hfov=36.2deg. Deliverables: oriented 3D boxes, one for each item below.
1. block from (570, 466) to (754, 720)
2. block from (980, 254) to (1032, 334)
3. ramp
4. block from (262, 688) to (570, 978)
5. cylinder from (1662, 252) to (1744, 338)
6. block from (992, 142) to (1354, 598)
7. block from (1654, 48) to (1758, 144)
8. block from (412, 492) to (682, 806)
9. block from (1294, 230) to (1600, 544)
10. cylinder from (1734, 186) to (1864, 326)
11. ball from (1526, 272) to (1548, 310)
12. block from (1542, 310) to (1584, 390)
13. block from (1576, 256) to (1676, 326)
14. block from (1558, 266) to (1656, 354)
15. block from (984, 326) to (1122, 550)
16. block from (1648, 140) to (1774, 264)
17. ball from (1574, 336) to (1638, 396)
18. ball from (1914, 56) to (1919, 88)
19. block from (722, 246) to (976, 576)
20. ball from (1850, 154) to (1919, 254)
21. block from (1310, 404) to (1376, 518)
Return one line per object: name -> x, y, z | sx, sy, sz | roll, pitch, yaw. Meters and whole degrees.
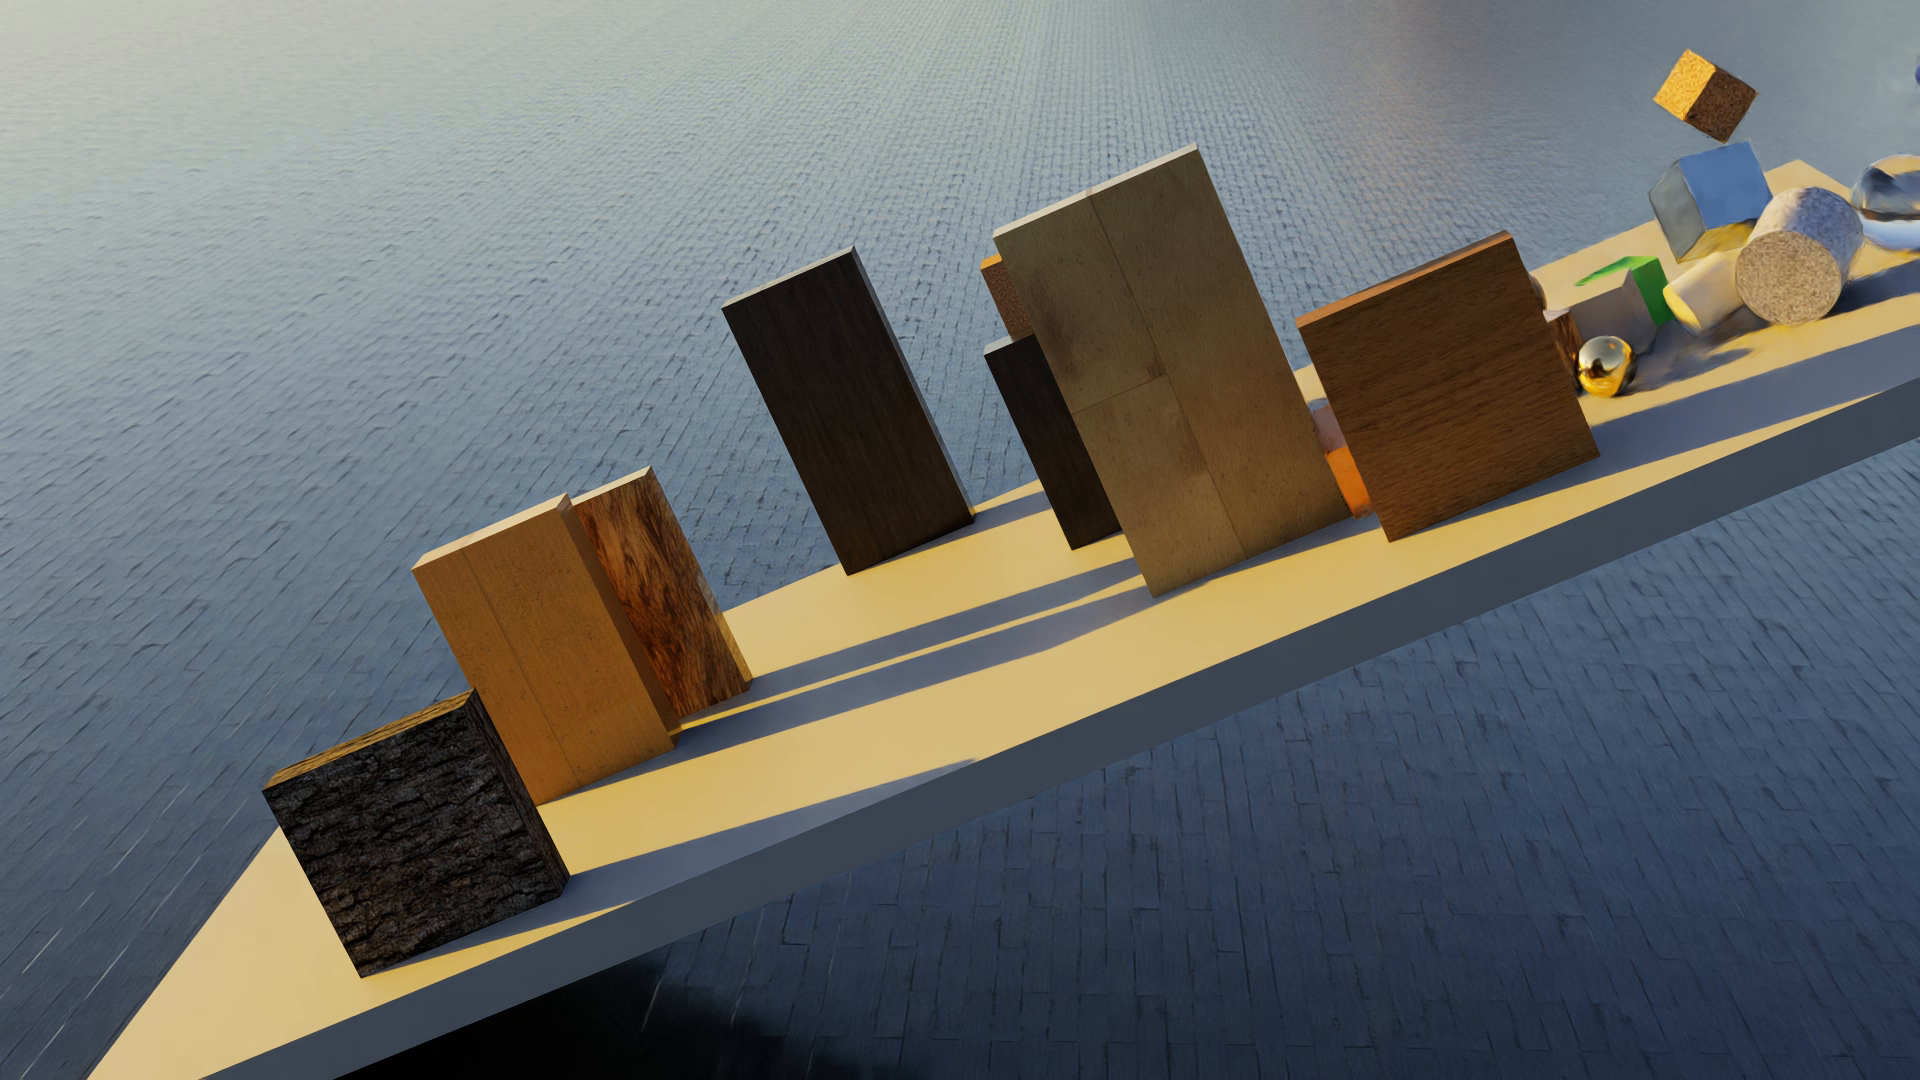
block -> -0.725, 0.147, 6.522 | 0.331, 0.535, 0.089 | -23, 13, 8
block -> 0.301, -0.399, 6.641 | 0.282, 0.614, 0.126 | -23, 13, 8
ramp -> 0.132, 0.170, 6.284 | 4.000, 0.100, 2.000 | -23, 13, 8
block -> -1.048, 0.568, 5.686 | 0.434, 0.420, 0.113 | -23, 13, 8
cylinder -> 1.481, -0.486, 5.830 | 0.122, 0.122, 0.122 | -36, 19, -1
block -> 0.418, -0.326, 5.743 | 0.425, 0.784, 0.097 | -23, 13, 8
block -> 1.418, -0.844, 5.593 | 0.114, 0.114, 0.114 | 22, 19, -27
block -> -0.884, 0.239, 6.335 | 0.345, 0.584, 0.127 | -23, 13, 8
block -> 0.902, -0.283, 5.445 | 0.418, 0.444, 0.091 | -23, 13, 8
cylinder -> 1.623, -0.550, 5.689 | 0.202, 0.202, 0.202 | 8, 34, 26
ball -> 1.203, -0.514, 6.452 | 0.166, 0.166, 0.166 | 0, 15, 0
block -> 1.166, -0.365, 5.952 | 0.148, 0.148, 0.148 | -27, 11, -11
block -> 1.392, -0.504, 6.135 | 0.131, 0.131, 0.131 | -28, 14, -13
block -> 1.319, -0.447, 5.996 | 0.143, 0.143, 0.143 | -22, 12, 24
block -> 0.340, -0.281, 6.408 | 0.417, 0.475, 0.108 | -23, 13, 8
block -> 1.596, -0.716, 6.239 | 0.171, 0.171, 0.171 | -15, -16, -14
ball -> 1.261, -0.340, 5.746 | 0.120, 0.120, 0.120 | 0, 15, 0
ball -> 1.934, -0.919, 5.756 | 0.124, 0.124, 0.124 | 0, 15, 0
block -> -0.264, -0.308, 7.082 | 0.339, 0.720, 0.096 | -23, 13, 8
ball -> 1.850, -0.662, 5.782 | 0.194, 0.194, 0.194 | 0, 15, 0
block -> 0.792, -0.175, 5.664 | 0.162, 0.162, 0.162 | -24, 31, 10
